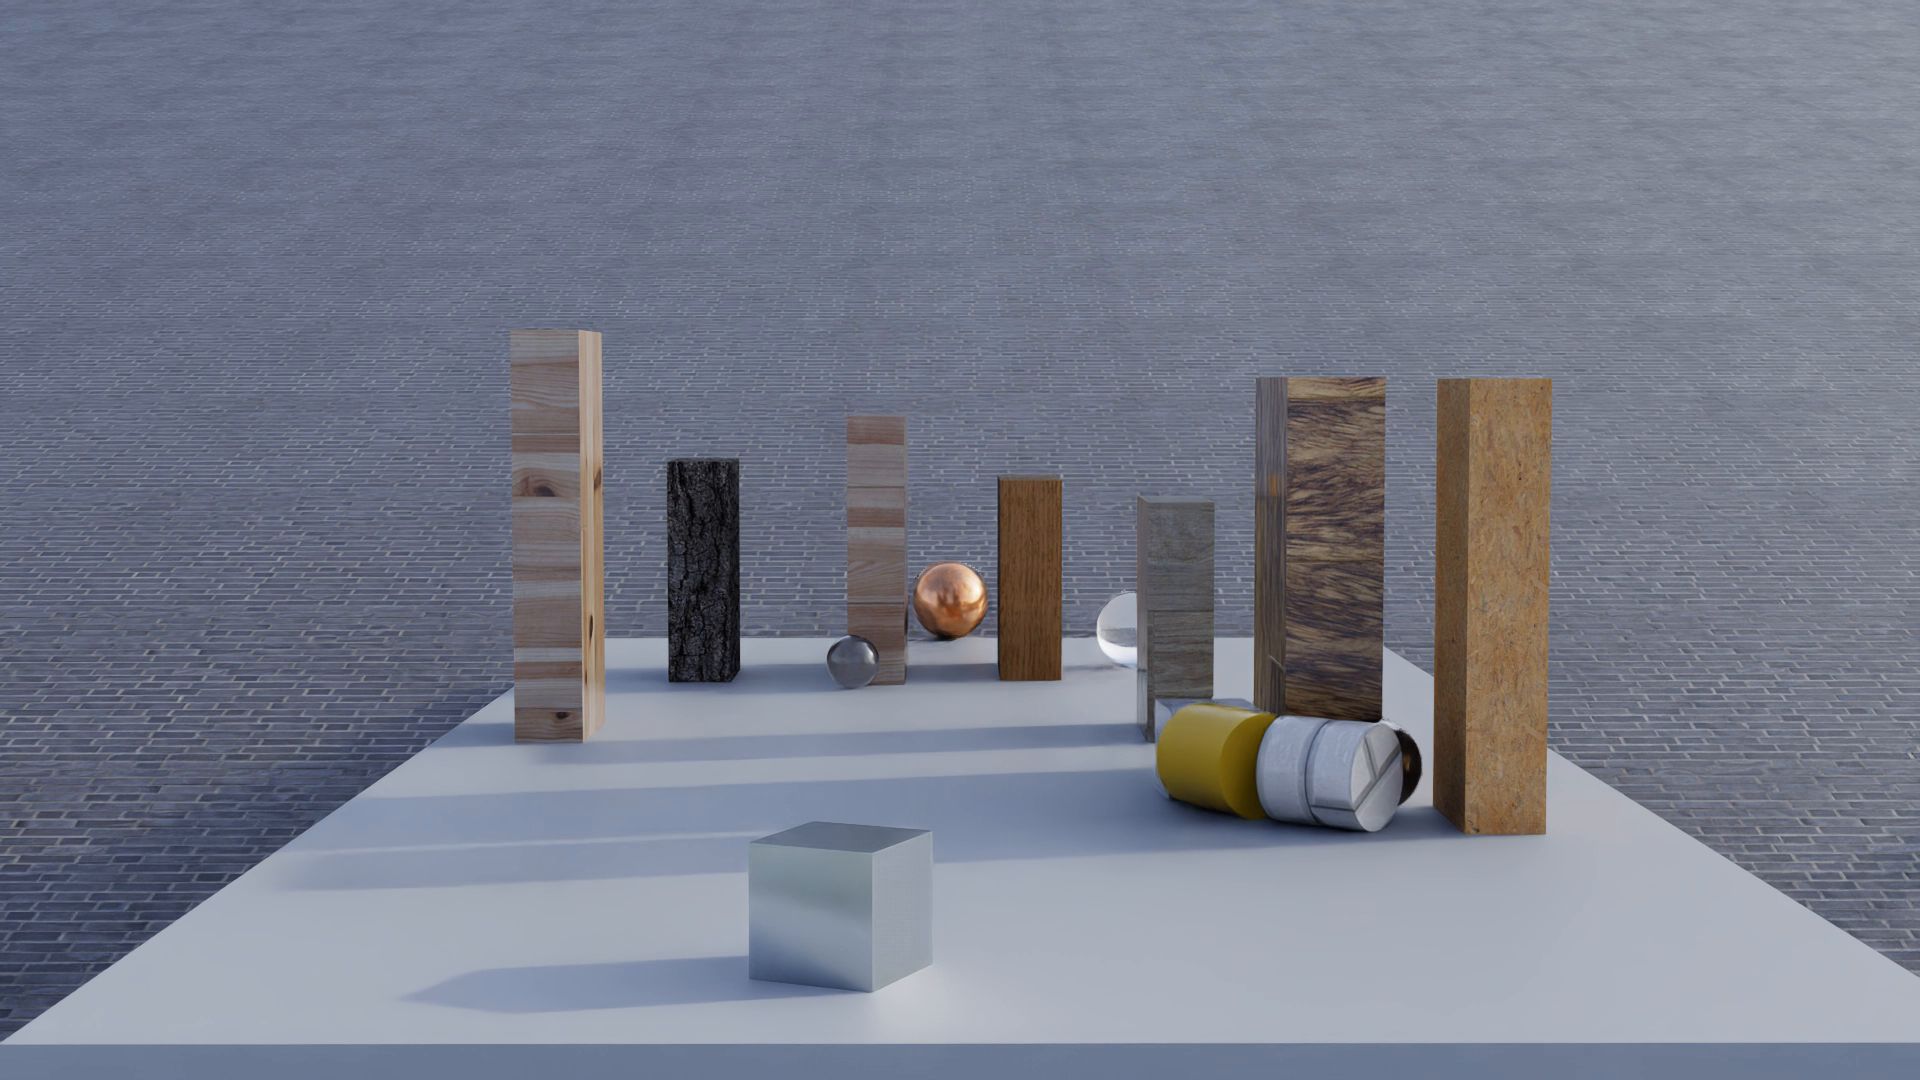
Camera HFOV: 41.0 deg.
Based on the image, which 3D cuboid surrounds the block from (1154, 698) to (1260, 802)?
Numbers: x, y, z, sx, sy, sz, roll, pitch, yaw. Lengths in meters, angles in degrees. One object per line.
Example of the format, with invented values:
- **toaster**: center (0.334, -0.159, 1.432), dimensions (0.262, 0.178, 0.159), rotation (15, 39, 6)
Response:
- **block**: center (0.391, 0.331, 4.064), dimensions (0.142, 0.142, 0.142), rotation (0, 4, -5)

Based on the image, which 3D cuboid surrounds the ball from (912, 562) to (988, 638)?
- **ball**: center (-0.025, 0.154, 6.510), dimensions (0.192, 0.192, 0.192), rotation (0, 20, 0)

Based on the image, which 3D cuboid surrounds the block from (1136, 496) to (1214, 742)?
- **block**: center (0.398, 0.141, 4.763), dimensions (0.120, 0.434, 0.266), rotation (0, 4, 0)

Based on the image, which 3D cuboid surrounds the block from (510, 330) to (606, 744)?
- **block**: center (-0.743, -0.014, 4.763), dimensions (0.123, 0.744, 0.296), rotation (0, 4, 0)

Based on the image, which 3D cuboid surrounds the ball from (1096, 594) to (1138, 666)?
- **ball**: center (0.395, 0.206, 5.869), dimensions (0.169, 0.169, 0.169), rotation (0, 20, 0)

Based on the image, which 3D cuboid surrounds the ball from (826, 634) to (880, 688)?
- **ball**: center (-0.228, 0.258, 5.461), dimensions (0.114, 0.114, 0.114), rotation (0, 20, 0)

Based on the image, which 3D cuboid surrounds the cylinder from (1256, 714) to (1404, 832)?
- **cylinder**: center (0.543, 0.341, 3.767), dimensions (0.158, 0.158, 0.158), rotation (3, 18, 38)

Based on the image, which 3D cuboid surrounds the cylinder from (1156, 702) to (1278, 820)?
- **cylinder**: center (0.408, 0.334, 3.889), dimensions (0.158, 0.158, 0.158), rotation (-12, 9, -30)

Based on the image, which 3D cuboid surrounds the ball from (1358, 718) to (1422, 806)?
- **ball**: center (0.628, 0.341, 3.890), dimensions (0.142, 0.142, 0.142), rotation (0, 20, 0)

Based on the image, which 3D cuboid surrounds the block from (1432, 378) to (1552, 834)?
- **block**: center (0.785, 0.089, 3.804), dimensions (0.117, 0.656, 0.249), rotation (0, 4, 0)

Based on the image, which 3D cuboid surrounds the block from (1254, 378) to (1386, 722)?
- **block**: center (0.575, 0.067, 4.152), dimensions (0.150, 0.658, 0.417), rotation (0, 4, 0)

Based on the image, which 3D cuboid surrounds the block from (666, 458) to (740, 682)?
- **block**: center (-0.565, 0.062, 5.678), dimensions (0.135, 0.479, 0.245), rotation (0, 4, 0)

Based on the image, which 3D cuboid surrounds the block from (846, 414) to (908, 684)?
- **block**: center (-0.181, 0.010, 5.727), dimensions (0.123, 0.576, 0.448), rotation (0, 4, 0)

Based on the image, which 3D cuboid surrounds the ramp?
- **ramp**: center (0.047, 0.423, 4.534), dimensions (2.000, 0.100, 4.000), rotation (0, 4, 0)

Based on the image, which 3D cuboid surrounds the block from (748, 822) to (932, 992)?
- **block**: center (-0.131, 0.403, 2.839), dimensions (0.151, 0.151, 0.151), rotation (2, 4, 25)

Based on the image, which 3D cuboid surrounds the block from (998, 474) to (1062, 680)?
- **block**: center (0.154, 0.078, 5.761), dimensions (0.134, 0.436, 0.346), rotation (0, 4, 0)
